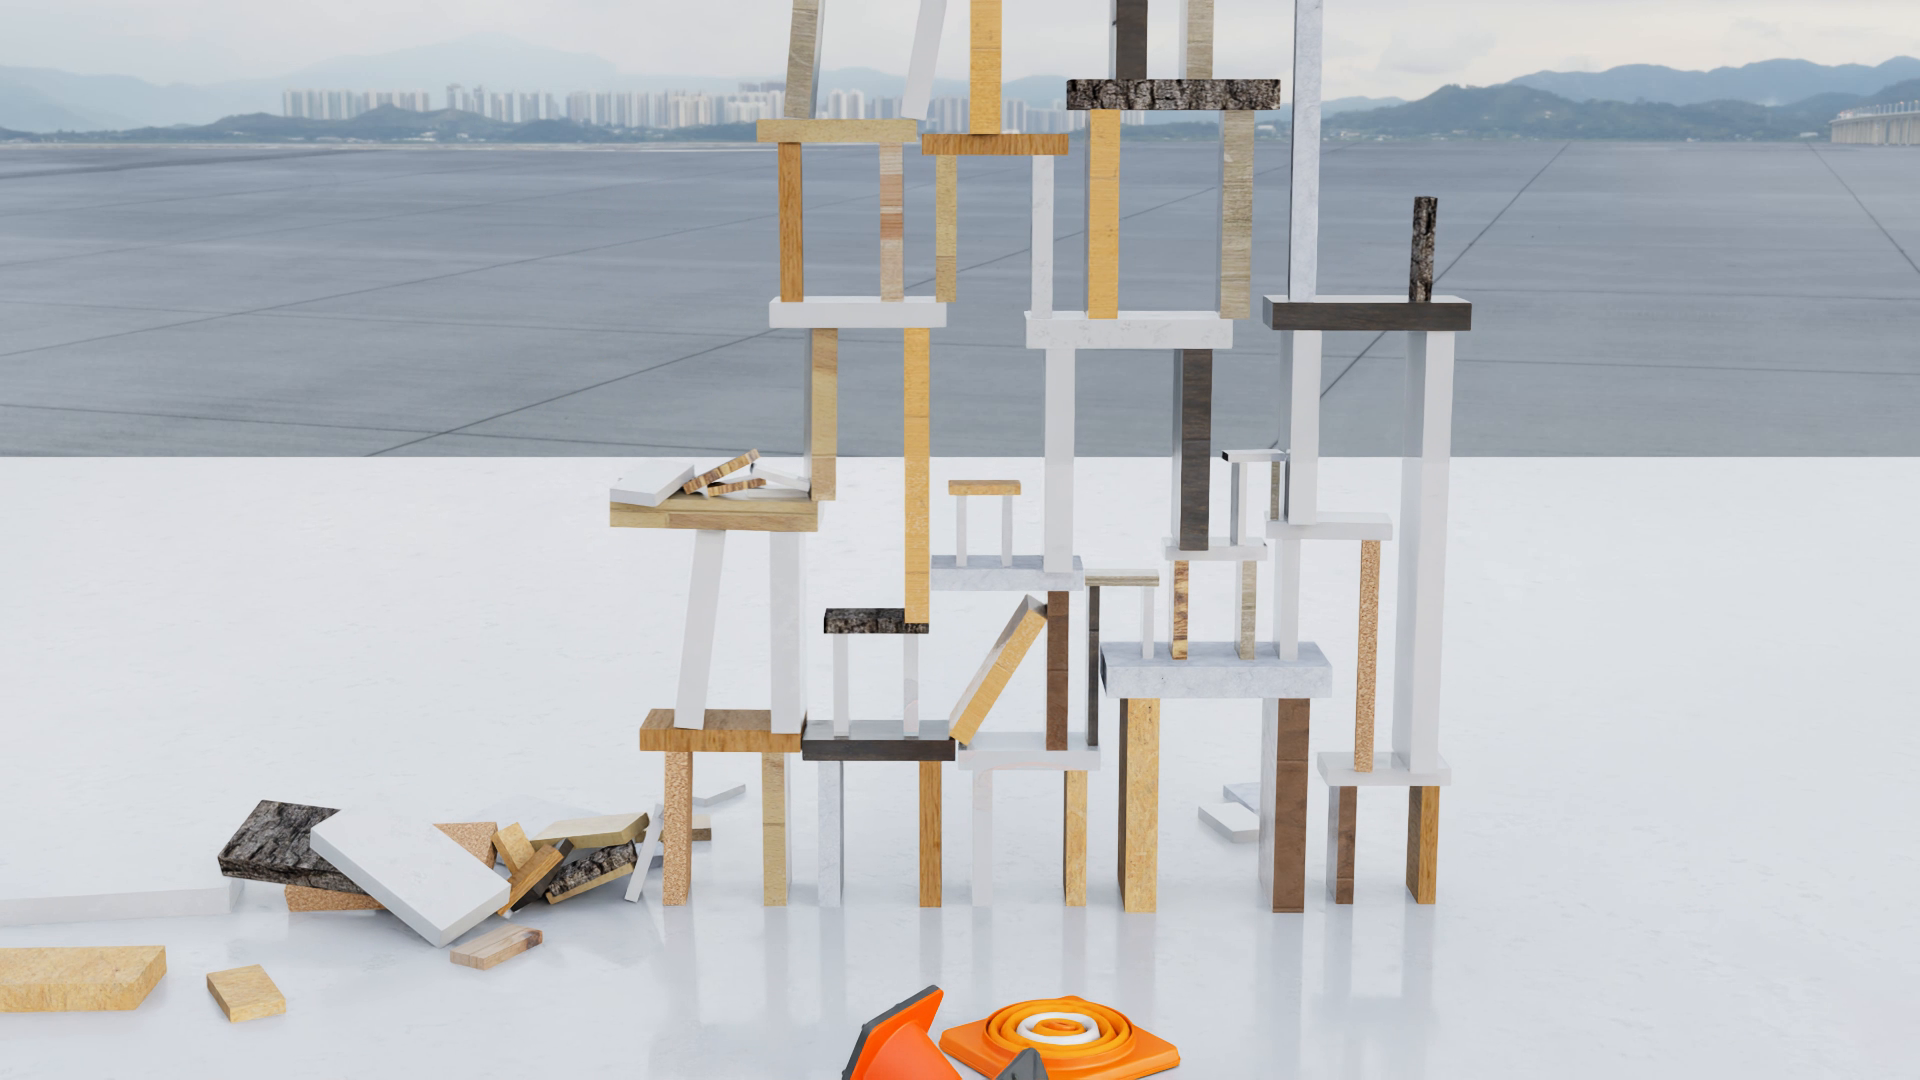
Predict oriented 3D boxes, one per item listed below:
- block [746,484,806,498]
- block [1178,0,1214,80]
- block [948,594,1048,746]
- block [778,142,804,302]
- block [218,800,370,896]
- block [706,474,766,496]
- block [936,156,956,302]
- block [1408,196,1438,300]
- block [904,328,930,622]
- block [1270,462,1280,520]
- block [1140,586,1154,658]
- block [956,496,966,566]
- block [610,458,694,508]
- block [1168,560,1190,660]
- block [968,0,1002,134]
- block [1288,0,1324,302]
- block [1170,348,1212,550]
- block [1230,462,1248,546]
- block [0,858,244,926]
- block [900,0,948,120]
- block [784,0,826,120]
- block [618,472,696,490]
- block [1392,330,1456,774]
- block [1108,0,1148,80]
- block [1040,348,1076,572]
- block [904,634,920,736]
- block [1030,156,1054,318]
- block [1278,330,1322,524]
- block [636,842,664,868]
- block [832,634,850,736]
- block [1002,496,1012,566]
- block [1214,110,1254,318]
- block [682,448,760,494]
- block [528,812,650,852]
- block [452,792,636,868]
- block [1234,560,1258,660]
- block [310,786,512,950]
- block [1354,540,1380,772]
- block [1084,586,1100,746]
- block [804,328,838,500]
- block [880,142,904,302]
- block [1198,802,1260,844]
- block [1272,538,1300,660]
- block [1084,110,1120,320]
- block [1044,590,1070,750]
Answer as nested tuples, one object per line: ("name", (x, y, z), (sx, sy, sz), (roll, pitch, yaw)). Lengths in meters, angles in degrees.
("block", (-0.296, -0.080, 3.541), (0.095, 0.013, 0.047), (0, 10, -9))
("block", (0.366, -0.852, 3.397), (0.039, 0.278, 0.139), (0, 11, 0))
("block", (0.061, 0.211, 3.600), (0.035, 0.245, 0.122), (31, 9, -5))
("block", (-0.267, -0.504, 3.474), (0.035, 0.246, 0.123), (-1, 11, -3))
("block", (-1.045, 0.506, 3.614), (0.297, 0.042, 0.148), (5, 33, 13))
("block", (-0.358, -0.090, 3.531), (0.095, 0.013, 0.047), (-12, 12, -3))
("block", (-0.022, -0.492, 3.462), (0.032, 0.226, 0.113), (0, 11, 0))
("block", (0.730, -0.461, 3.469), (0.023, 0.159, 0.080), (2, 11, 2))
("block", (-0.068, -0.112, 3.540), (0.039, 0.472, 0.138), (0, 11, 0))
("block", (0.507, -0.083, 3.539), (0.013, 0.093, 0.046), (1, 11, 6))
("block", (0.304, 0.128, 3.578), (0.017, 0.120, 0.060), (0, 11, 0))
("block", (0.002, -0.020, 3.551), (0.016, 0.115, 0.058), (0, 11, 0))
("block", (-0.490, -0.092, 3.512), (0.077, 0.022, 0.155), (7, 21, 15))
("block", (0.355, 0.105, 3.578), (0.023, 0.164, 0.082), (0, 11, 0))
("block", (0.039, -0.841, 3.407), (0.047, 0.416, 0.167), (0, 11, -1))
("block", (0.540, -0.686, 3.431), (0.039, 0.617, 0.139), (1, 11, 7))
("block", (0.370, -0.155, 3.528), (0.045, 0.320, 0.160), (0, 11, 0))
("block", (0.448, -0.062, 3.536), (0.013, 0.134, 0.046), (-2, 11, -9))
("block", (-1.687, 0.586, 3.566), (0.989, 0.045, 0.159), (-2, 11, -10))
("block", (-0.049, -0.793, 3.416), (0.039, 0.276, 0.138), (10, 10, -4))
("block", (-0.237, -0.794, 3.411), (0.039, 0.276, 0.138), (6, 11, -1))
("block", (-0.494, -0.096, 3.593), (0.119, 0.017, 0.059), (2, 10, 3))
("block", (0.748, 0.011, 3.560), (0.043, 0.715, 0.153), (0, 11, 0))
("block", (0.260, -0.881, 3.397), (0.047, 0.334, 0.167), (0, 11, 0))
("block", (0.156, -0.138, 3.532), (0.045, 0.355, 0.160), (0, 10, 0))
("block", (-0.079, 0.227, 3.603), (0.024, 0.170, 0.085), (0, 11, 0))
("block", (0.128, -0.480, 3.465), (0.032, 0.251, 0.113), (0, 11, 0))
("block", (0.542, -0.189, 3.526), (0.043, 0.307, 0.153), (0, 11, 1))
("block", (-0.589, 0.552, 3.814), (0.155, 0.022, 0.077), (-4, 11, -18))
("block", (-0.193, 0.227, 3.603), (0.024, 0.170, 0.085), (0, 11, 0))
("block", (0.075, -0.020, 3.552), (0.016, 0.115, 0.058), (0, 11, 0))
("block", (0.432, -0.515, 3.468), (0.045, 0.320, 0.160), (1, 11, 4))
("block", (-0.383, -0.111, 3.533), (0.119, 0.017, 0.059), (-25, 7, 16))
("block", (-0.622, 0.492, 3.695), (0.191, 0.023, 0.081), (-9, 13, 27))
("block", (-0.733, 0.516, 3.842), (0.318, 0.045, 0.159), (6, 21, 41))
("block", (0.464, 0.106, 3.578), (0.023, 0.164, 0.082), (0, 11, 0))
("block", (-0.879, 0.521, 3.515), (0.297, 0.042, 0.149), (31, 38, 22))
("block", (0.661, 0.180, 3.571), (0.028, 0.380, 0.100), (2, 11, 9))
("block", (0.216, 0.200, 3.595), (0.017, 0.267, 0.060), (0, 10, -2))
("block", (-0.225, -0.210, 3.536), (0.039, 0.275, 0.138), (-1, 11, -9))
("block", (-0.107, -0.503, 3.469), (0.035, 0.246, 0.123), (0, 11, 0))
("block", (0.502, 0.515, 4.011), (0.080, 0.023, 0.159), (-3, 11, -16))
("block", (0.531, 0.087, 3.579), (0.028, 0.200, 0.100), (0, 11, 1))
("block", (0.222, -0.515, 3.465), (0.045, 0.320, 0.160), (0, 11, 0))
("block", (0.157, 0.200, 3.598), (0.035, 0.264, 0.122), (0, 11, 0))
